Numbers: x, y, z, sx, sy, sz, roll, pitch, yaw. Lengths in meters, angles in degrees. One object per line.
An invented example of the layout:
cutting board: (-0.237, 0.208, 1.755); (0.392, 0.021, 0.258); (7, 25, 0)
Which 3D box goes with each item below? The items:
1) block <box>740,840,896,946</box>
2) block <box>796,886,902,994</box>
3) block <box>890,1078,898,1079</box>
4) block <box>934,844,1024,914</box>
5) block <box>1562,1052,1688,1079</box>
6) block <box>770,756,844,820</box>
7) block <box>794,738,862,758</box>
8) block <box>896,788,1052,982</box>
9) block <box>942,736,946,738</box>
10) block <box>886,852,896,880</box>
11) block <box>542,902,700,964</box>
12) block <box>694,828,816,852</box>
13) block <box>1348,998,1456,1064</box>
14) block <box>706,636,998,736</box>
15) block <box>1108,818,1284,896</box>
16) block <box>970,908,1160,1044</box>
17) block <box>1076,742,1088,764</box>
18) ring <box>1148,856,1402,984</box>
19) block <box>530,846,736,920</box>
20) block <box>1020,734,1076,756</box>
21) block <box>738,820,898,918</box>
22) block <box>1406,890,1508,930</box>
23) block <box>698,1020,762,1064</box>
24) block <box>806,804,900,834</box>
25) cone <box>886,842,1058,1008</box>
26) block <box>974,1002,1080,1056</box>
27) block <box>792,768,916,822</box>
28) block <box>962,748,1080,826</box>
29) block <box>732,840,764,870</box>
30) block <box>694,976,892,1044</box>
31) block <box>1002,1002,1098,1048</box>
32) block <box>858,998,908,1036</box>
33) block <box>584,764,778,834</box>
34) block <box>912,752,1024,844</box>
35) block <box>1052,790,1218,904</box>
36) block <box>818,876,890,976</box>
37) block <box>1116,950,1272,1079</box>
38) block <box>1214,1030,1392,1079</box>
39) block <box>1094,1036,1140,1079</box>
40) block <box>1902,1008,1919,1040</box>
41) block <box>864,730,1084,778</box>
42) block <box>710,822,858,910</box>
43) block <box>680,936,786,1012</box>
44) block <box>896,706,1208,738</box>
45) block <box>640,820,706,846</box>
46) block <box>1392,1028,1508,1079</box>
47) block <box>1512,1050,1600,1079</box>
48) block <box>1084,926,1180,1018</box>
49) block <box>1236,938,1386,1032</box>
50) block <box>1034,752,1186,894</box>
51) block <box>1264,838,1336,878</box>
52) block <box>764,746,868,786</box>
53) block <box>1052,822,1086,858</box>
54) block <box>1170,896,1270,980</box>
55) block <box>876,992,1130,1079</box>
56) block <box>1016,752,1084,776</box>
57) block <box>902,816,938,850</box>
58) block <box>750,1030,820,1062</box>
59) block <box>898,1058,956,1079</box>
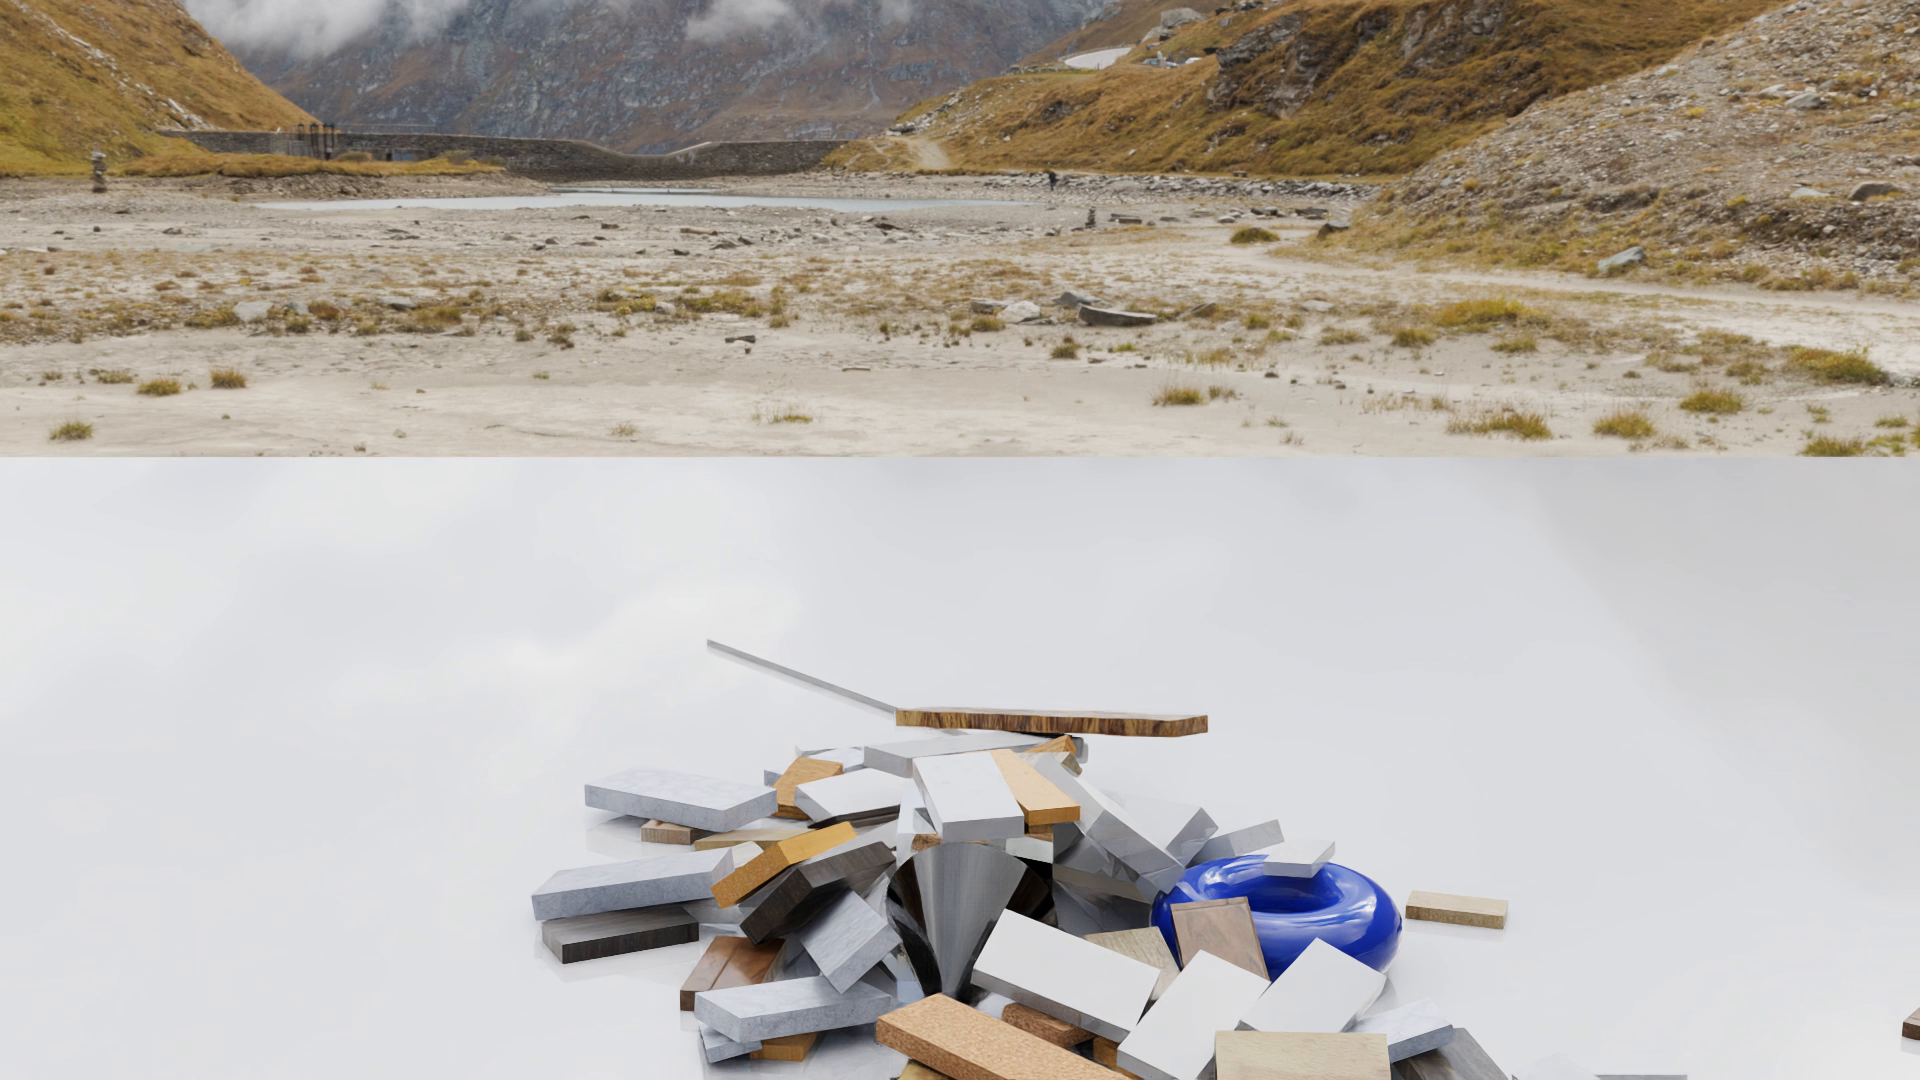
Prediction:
block: (-0.218, 0.548, 3.430); (0.040, 0.140, 0.280); (50, 19, 16)
block: (-0.168, 0.579, 3.212); (0.110, 0.031, 0.442); (-40, 5, -9)
block: (-0.060, 0.733, 2.851); (0.064, 0.018, 0.129); (0, 11, 0)
block: (0.030, 0.552, 3.609); (0.081, 0.023, 0.163); (-15, 19, 38)
block: (0.889, 0.712, 2.953); (0.151, 0.021, 0.076); (0, 11, 0)
block: (-0.297, 0.467, 4.146); (0.093, 0.026, 0.185); (6, 23, 18)
block: (-0.270, 0.427, 4.498); (0.125, 0.018, 0.063); (-3, 11, -16)
block: (0.024, 0.526, 3.381); (0.231, 0.231, 0.231); (0, 11, 1)
block: (-0.011, 0.434, 4.336); (0.018, 0.063, 0.125); (-4, 11, -23)
block: (-0.061, 0.541, 3.576); (0.023, 0.081, 0.163); (-45, 16, -33)
block: (-0.533, 0.614, 3.452); (0.221, 0.031, 0.110); (-5, 12, -26)
block: (-0.356, 0.527, 3.824); (0.194, 0.027, 0.097); (-6, 2, 33)
block: (0.567, 0.678, 2.981); (0.185, 0.026, 0.093); (-17, 12, -4)
block: (-0.211, 0.346, 4.937); (0.063, 0.018, 1.316); (-8, 13, -36)
block: (0.380, 0.519, 3.596); (0.136, 0.039, 0.277); (-6, -15, -47)
block: (0.146, 0.601, 3.030); (0.234, 0.033, 0.117); (20, 42, 13)
block: (0.109, 0.418, 4.253); (0.136, 0.039, 0.273); (6, 7, 42)
ring: (0.479, 0.586, 3.348); (0.384, 0.128, 0.384); (-1, 11, 0)
block: (-0.527, 0.556, 3.563); (0.298, 0.042, 0.149); (-9, 6, 7)
block: (0.129, 0.423, 3.770); (0.110, 0.031, 0.221); (-25, 20, 23)
block: (-0.208, 0.540, 3.616); (0.140, 0.040, 0.334); (-39, -13, 32)
block: (0.805, 0.599, 3.563); (0.155, 0.022, 0.077); (4, 11, 19)
block: (-0.321, 0.681, 3.049); (0.074, 0.021, 0.148); (-14, 8, -10)
block: (-0.162, 0.495, 3.874); (0.194, 0.027, 0.097); (-5, -14, -37)
cone: (-0.005, 0.609, 3.113); (0.256, 0.256, 0.256); (2, 28, 10)
block: (0.088, 0.691, 3.049); (0.096, 0.027, 0.193); (-3, 11, -16)
block: (-0.164, 0.477, 4.083); (0.263, 0.037, 0.131); (-9, 29, -40)
block: (0.091, 0.385, 3.448); (0.081, 0.023, 0.327); (-3, 11, -18)
block: (-0.423, 0.558, 3.681); (0.200, 0.027, 0.097); (-14, 15, -22)
block: (-0.232, 0.649, 3.058); (0.245, 0.035, 0.122); (0, 6, -36)
block: (0.147, 0.664, 3.064); (0.096, 0.027, 0.193); (17, 7, 30)
block: (-0.121, 0.676, 3.149); (0.074, 0.021, 0.148); (-8, 13, -36)
block: (-0.513, 0.473, 4.035); (0.338, 0.042, 0.149); (5, 12, 34)
block: (0.010, 0.388, 3.333); (0.122, 0.035, 0.245); (-4, 18, -11)
block: (0.271, 0.499, 3.611); (0.167, 0.047, 0.335); (-45, 17, -19)
block: (-0.150, 0.598, 3.334); (0.117, 0.033, 0.234); (-44, 5, 10)
block: (0.318, 0.654, 2.976); (0.112, 0.032, 0.223); (21, 39, 28)
block: (0.445, 0.696, 2.858); (0.223, 0.032, 0.112); (1, 44, 3)
block: (0.287, 0.696, 3.028); (0.185, 0.026, 0.093); (-6, 12, -31)
block: (1.407, 0.691, 3.067); (0.155, 0.022, 0.077); (9, 14, 40)
block: (0.029, 0.393, 4.084); (0.414, 0.037, 0.131); (-2, 6, -38)
block: (-0.280, 0.525, 3.565); (0.140, 0.040, 0.280); (-35, -12, 17)
block: (-0.336, 0.647, 3.278); (0.110, 0.031, 0.221); (1, 11, 7)
block: (0.164, 0.346, 4.211); (0.672, 0.031, 0.110); (-2, 0, 40)
block: (-0.504, 0.513, 4.014); (0.093, 0.026, 0.185); (3, 11, 14)
block: (0.655, 0.711, 2.928); (0.113, 0.032, 0.225); (-1, 11, -7)
block: (0.793, 0.718, 2.861); (0.076, 0.021, 0.151); (-21, 16, -14)
block: (0.252, 0.622, 3.147); (0.113, 0.032, 0.225); (-6, 15, -6)
block: (0.481, 0.638, 3.010); (0.112, 0.032, 0.231); (27, 34, 25)
block: (0.228, 0.441, 3.461); (0.167, 0.047, 0.335); (38, 0, -16)
block: (0.531, 0.496, 3.436); (0.076, 0.021, 0.151); (0, 7, 23)
block: (-0.266, 0.453, 4.320); (0.110, 0.031, 0.221); (9, 14, 41)
block: (0.129, 0.478, 3.823); (0.167, 0.047, 0.335); (-35, 12, 10)
block: (0.372, 0.600, 3.118); (0.112, 0.032, 0.225); (-6, 34, -2)
block: (0.351, 0.744, 2.550); (1.157, 0.033, 0.117); (14, 17, 41)
block: (0.061, 0.465, 3.655); (0.149, 0.042, 0.298); (-9, 30, 51)
block: (-0.031, 0.495, 3.898); (0.131, 0.037, 0.263); (-32, 2, 17)
block: (-0.239, 0.689, 3.081); (0.074, 0.021, 0.148); (2, 11, 10)
block: (-0.055, 0.743, 2.639); (0.122, 0.035, 0.521); (1, 12, 12)
